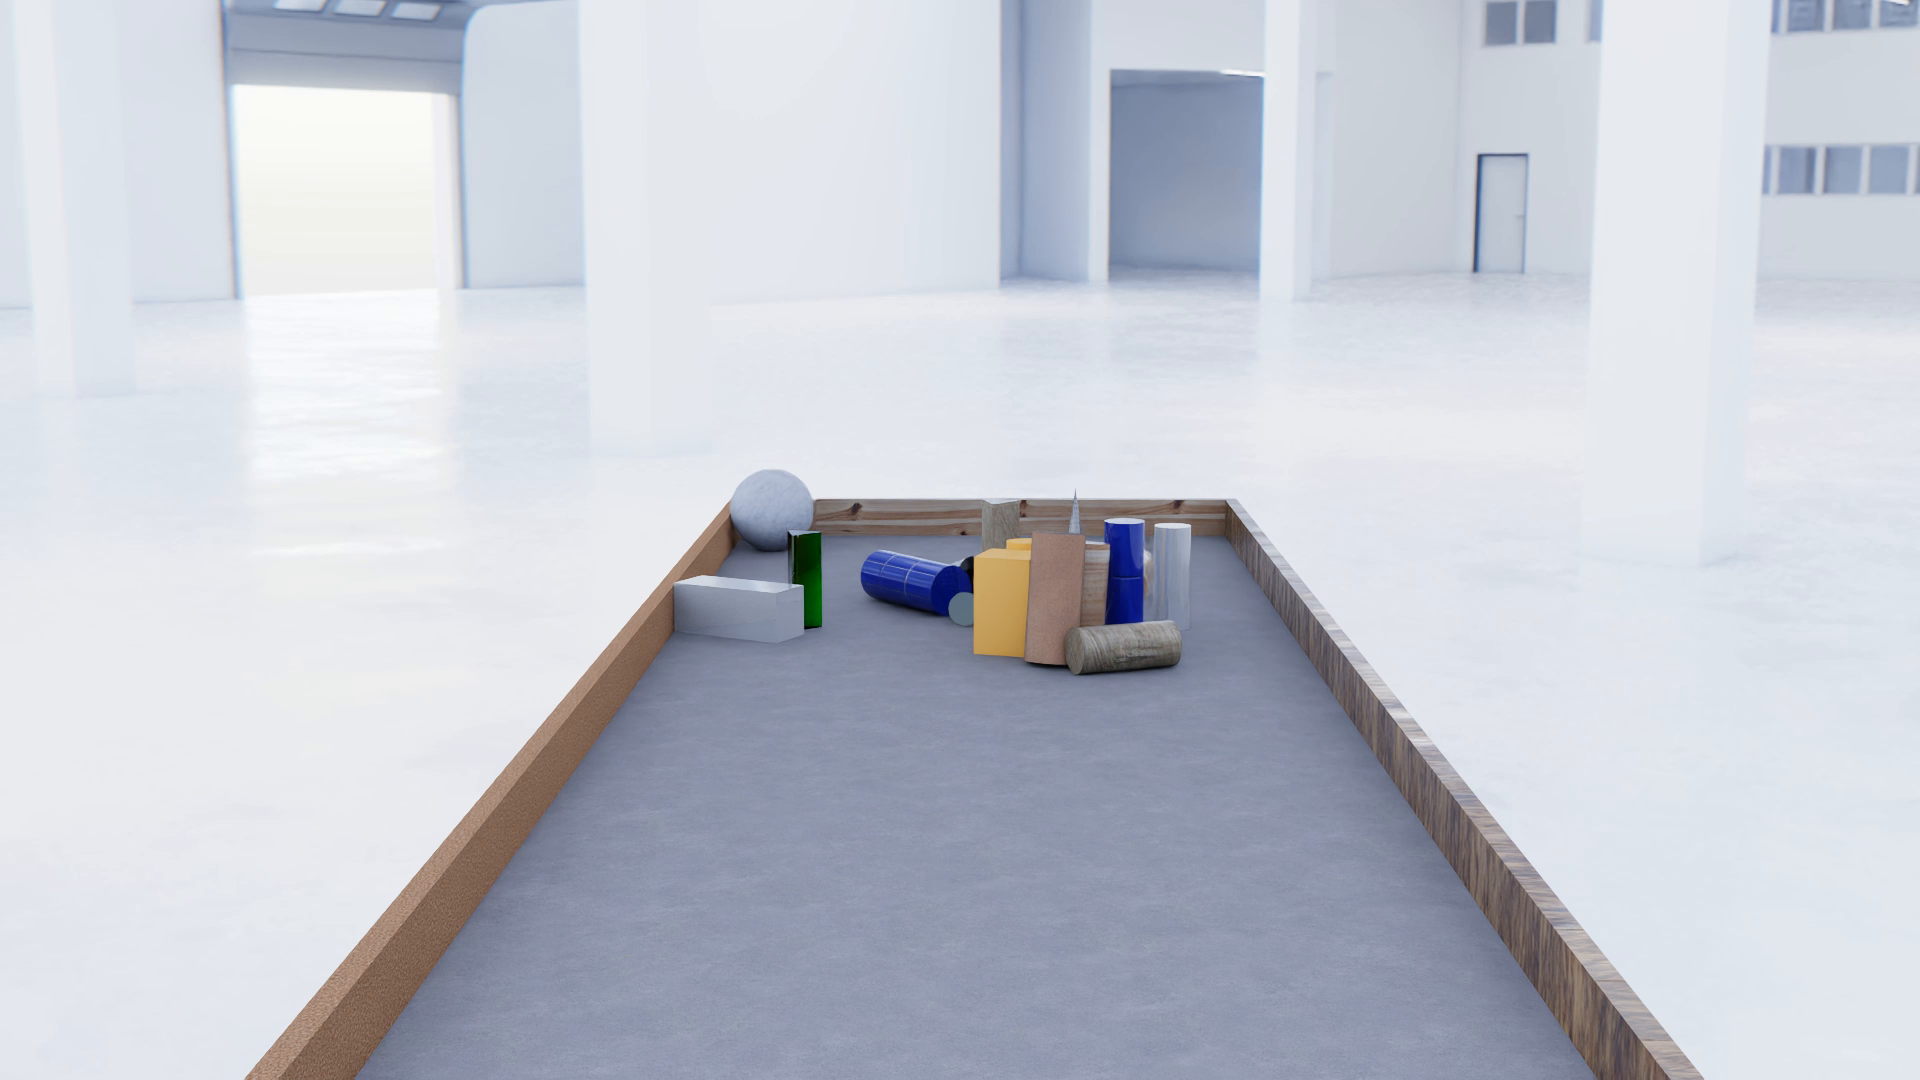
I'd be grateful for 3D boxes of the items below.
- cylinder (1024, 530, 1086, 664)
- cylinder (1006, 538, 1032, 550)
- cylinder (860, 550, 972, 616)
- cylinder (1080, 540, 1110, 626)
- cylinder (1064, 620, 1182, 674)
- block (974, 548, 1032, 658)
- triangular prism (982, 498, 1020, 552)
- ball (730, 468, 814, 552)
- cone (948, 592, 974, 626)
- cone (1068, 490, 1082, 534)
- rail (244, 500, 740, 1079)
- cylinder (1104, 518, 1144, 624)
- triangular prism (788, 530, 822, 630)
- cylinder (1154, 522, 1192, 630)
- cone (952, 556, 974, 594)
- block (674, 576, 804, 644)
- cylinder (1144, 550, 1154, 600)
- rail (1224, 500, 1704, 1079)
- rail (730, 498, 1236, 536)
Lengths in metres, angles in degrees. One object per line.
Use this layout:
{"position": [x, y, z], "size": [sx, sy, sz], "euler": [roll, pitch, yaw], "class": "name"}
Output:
{"position": [0.286, 0.172, 6.628], "size": [0.163, 0.388, 0.163], "euler": [4, 3, 0], "class": "cylinder"}
{"position": [0.201, 0.162, 6.957], "size": [0.109, 0.322, 0.109], "euler": [0, 9, 0], "class": "cylinder"}
{"position": [-0.154, 0.146, 7.540], "size": [0.172, 0.172, 0.409], "euler": [-7, 11, -37], "class": "cylinder"}
{"position": [0.374, 0.176, 6.759], "size": [0.153, 0.340, 0.153], "euler": [4, 4, 0], "class": "cylinder"}
{"position": [0.487, 0.318, 6.556], "size": [0.320, 0.139, 0.139], "euler": [-3, 10, -21], "class": "cylinder"}
{"position": [0.155, 0.193, 6.824], "size": [0.178, 0.303, 0.178], "euler": [3, 9, 18], "class": "block"}
{"position": [0.113, 0.074, 7.233], "size": [0.108, 0.411, 0.125], "euler": [9, 12, 44], "class": "triangular prism"}
{"position": [-0.743, -0.120, 8.712], "size": [0.330, 0.330, 0.330], "euler": [0, 9, 0], "class": "ball"}
{"position": [0.046, 0.226, 7.410], "size": [0.111, 0.111, 0.363], "euler": [1, 0, 9], "class": "cone"}
{"position": [0.377, 0.055, 7.207], "size": [0.138, 0.456, 0.138], "euler": [0, 9, 0], "class": "cone"}
{"position": [-1.004, 0.839, 3.234], "size": [0.050, 0.150, 12.000], "euler": [0, 9, 1], "class": "rail"}
{"position": [0.515, 0.134, 6.913], "size": [0.126, 0.392, 0.126], "euler": [0, 9, 0], "class": "cylinder"}
{"position": [-0.529, 0.129, 7.191], "size": [0.116, 0.315, 0.101], "euler": [-8, 12, -41], "class": "triangular prism"}
{"position": [0.692, 0.120, 7.176], "size": [0.119, 0.337, 0.119], "euler": [0, 9, 0], "class": "cylinder"}
{"position": [-0.093, 0.151, 7.799], "size": [0.161, 0.161, 0.431], "euler": [-8, 1, -42], "class": "cone"}
{"position": [-0.714, 0.221, 7.102], "size": [0.395, 0.161, 0.161], "euler": [5, 10, 28], "class": "block"}
{"position": [0.575, 0.135, 7.597], "size": [0.176, 0.176, 0.402], "euler": [1, 9, 9], "class": "cylinder"}
{"position": [1.046, 0.843, 3.208], "size": [0.050, 0.150, 12.000], "euler": [0, 9, 1], "class": "rail"}
{"position": [0.099, -0.098, 9.147], "size": [2.100, 0.150, 0.050], "euler": [0, 9, 1], "class": "rail"}
